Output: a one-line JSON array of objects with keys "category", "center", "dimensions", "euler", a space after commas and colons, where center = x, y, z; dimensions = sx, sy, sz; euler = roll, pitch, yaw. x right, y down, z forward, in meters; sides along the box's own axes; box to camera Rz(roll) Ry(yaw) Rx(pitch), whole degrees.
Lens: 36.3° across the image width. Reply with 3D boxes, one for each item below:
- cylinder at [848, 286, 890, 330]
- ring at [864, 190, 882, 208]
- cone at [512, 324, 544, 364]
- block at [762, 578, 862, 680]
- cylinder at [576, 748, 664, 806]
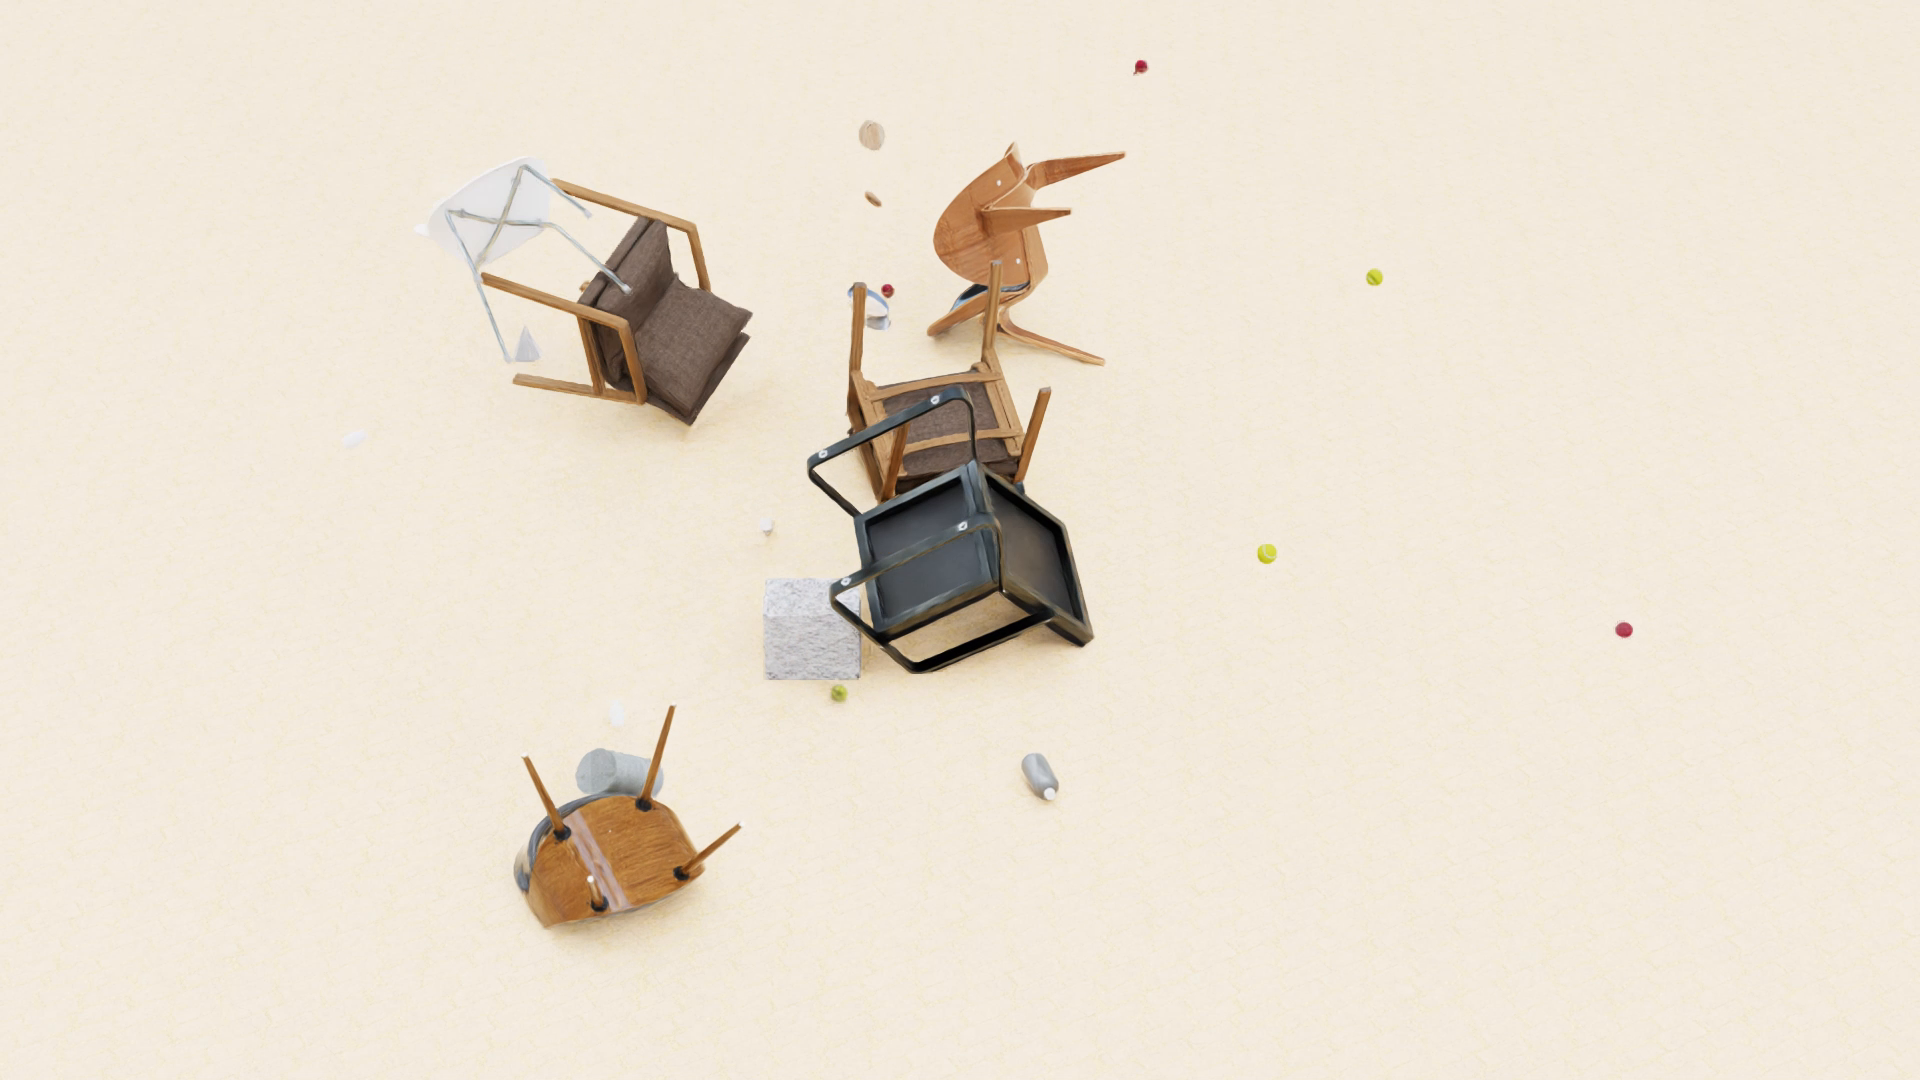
[{"category": "cylinder", "center": [-0.349, -0.891, 11.286], "dimensions": [0.193, 0.099, 0.097], "euler": [36, 69, 22]}, {"category": "ring", "center": [-0.359, -1.407, 12.103], "dimensions": [0.086, 0.116, 0.024], "euler": [35, 84, 14]}, {"category": "cone", "center": [-1.785, -0.827, 12.065], "dimensions": [0.127, 0.148, 0.140], "euler": [2, 33, 3]}, {"category": "block", "center": [-0.514, 0.310, 10.219], "dimensions": [0.328, 0.276, 0.225], "euler": [0, 35, 0]}, {"category": "cylinder", "center": [-1.106, 0.771, 9.540], "dimensions": [0.209, 0.153, 0.200], "euler": [-12, -21, 43]}]
